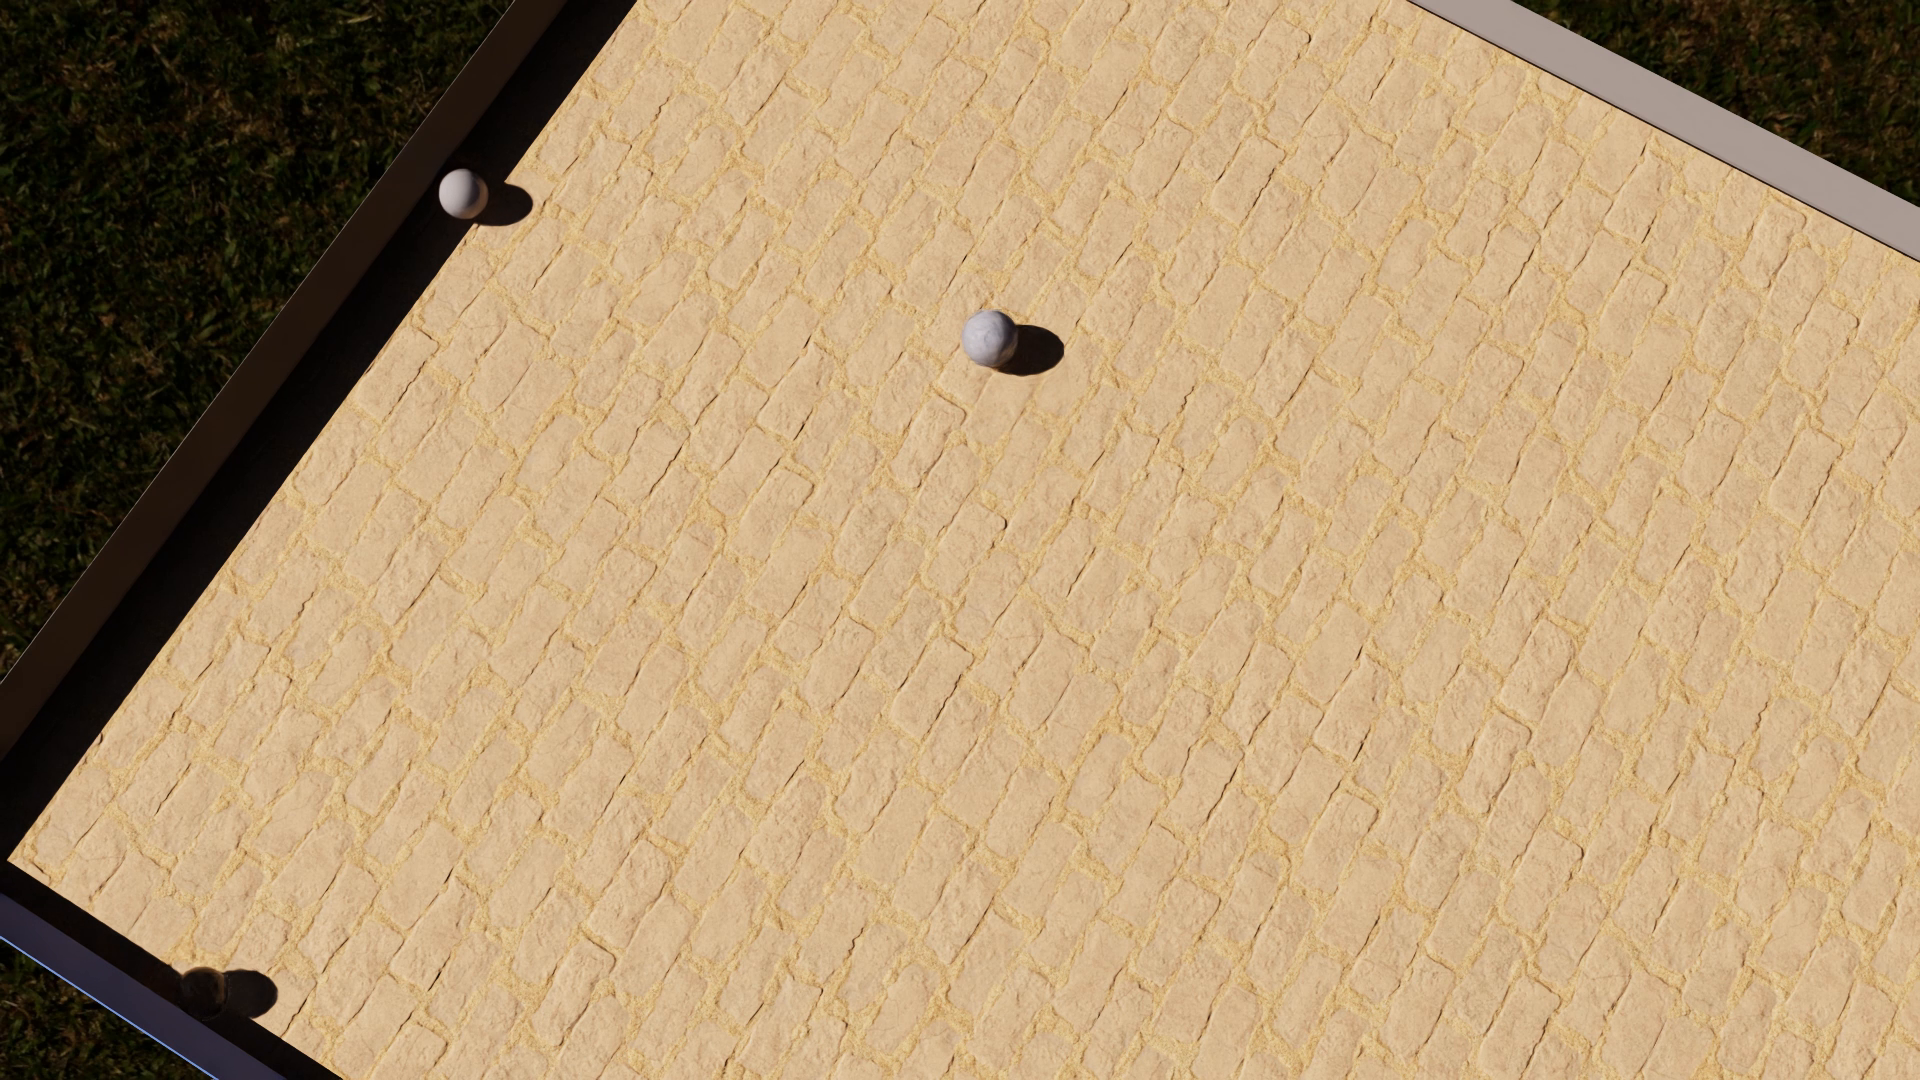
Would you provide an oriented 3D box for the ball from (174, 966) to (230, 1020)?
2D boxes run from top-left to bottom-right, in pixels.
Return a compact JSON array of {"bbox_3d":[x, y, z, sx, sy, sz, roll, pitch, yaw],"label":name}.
[{"bbox_3d":[-1.097,0.655,3.181,0.075,0.075,0.075,0,73,0],"label":"ball"}]

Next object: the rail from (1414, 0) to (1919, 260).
[{"bbox_3d":[1.552,-0.459,3.508,4.339,0.118,0.045,30,75,9],"label":"rail"}]

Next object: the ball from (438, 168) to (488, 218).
[{"bbox_3d":[-0.804,-0.561,3.561,0.080,0.080,0.080,0,73,0],"label":"ball"}]

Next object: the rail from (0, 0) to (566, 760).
[{"bbox_3d":[-0.909,-0.527,3.529,0.045,0.118,2.463,30,75,9],"label":"rail"}]

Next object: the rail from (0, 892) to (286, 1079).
[{"bbox_3d":[0.307,1.516,2.887,4.339,0.118,0.045,30,75,9],"label":"rail"}]

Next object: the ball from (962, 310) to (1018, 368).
[{"bbox_3d":[0.048,-0.318,3.479,0.091,0.091,0.091,0,73,0],"label":"ball"}]
